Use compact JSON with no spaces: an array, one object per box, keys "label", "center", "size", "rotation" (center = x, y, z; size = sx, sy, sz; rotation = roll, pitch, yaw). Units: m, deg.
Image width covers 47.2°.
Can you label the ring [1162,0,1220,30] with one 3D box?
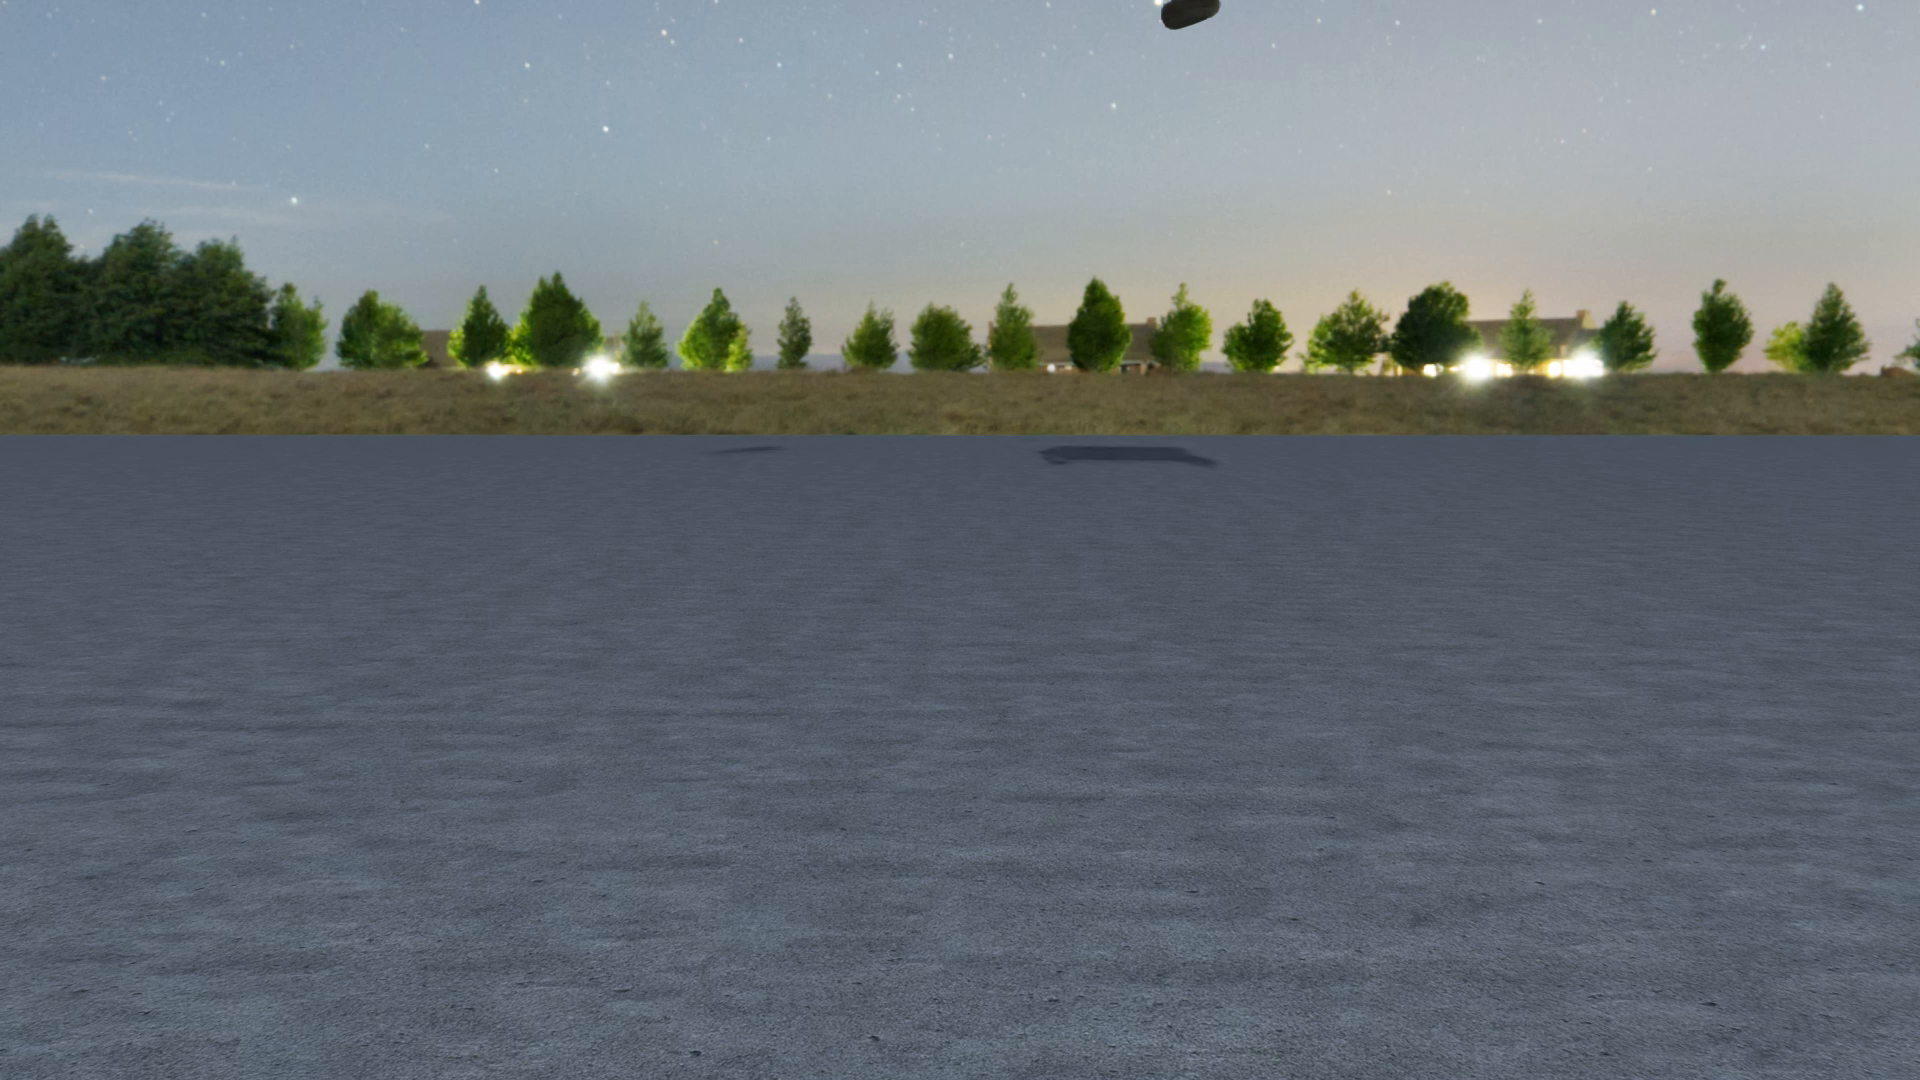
[{"label":"ring","center":[0.865,-1.995,8.260],"size":[0.213,0.101,0.268],"rotation":[-27,16,-20]}]
